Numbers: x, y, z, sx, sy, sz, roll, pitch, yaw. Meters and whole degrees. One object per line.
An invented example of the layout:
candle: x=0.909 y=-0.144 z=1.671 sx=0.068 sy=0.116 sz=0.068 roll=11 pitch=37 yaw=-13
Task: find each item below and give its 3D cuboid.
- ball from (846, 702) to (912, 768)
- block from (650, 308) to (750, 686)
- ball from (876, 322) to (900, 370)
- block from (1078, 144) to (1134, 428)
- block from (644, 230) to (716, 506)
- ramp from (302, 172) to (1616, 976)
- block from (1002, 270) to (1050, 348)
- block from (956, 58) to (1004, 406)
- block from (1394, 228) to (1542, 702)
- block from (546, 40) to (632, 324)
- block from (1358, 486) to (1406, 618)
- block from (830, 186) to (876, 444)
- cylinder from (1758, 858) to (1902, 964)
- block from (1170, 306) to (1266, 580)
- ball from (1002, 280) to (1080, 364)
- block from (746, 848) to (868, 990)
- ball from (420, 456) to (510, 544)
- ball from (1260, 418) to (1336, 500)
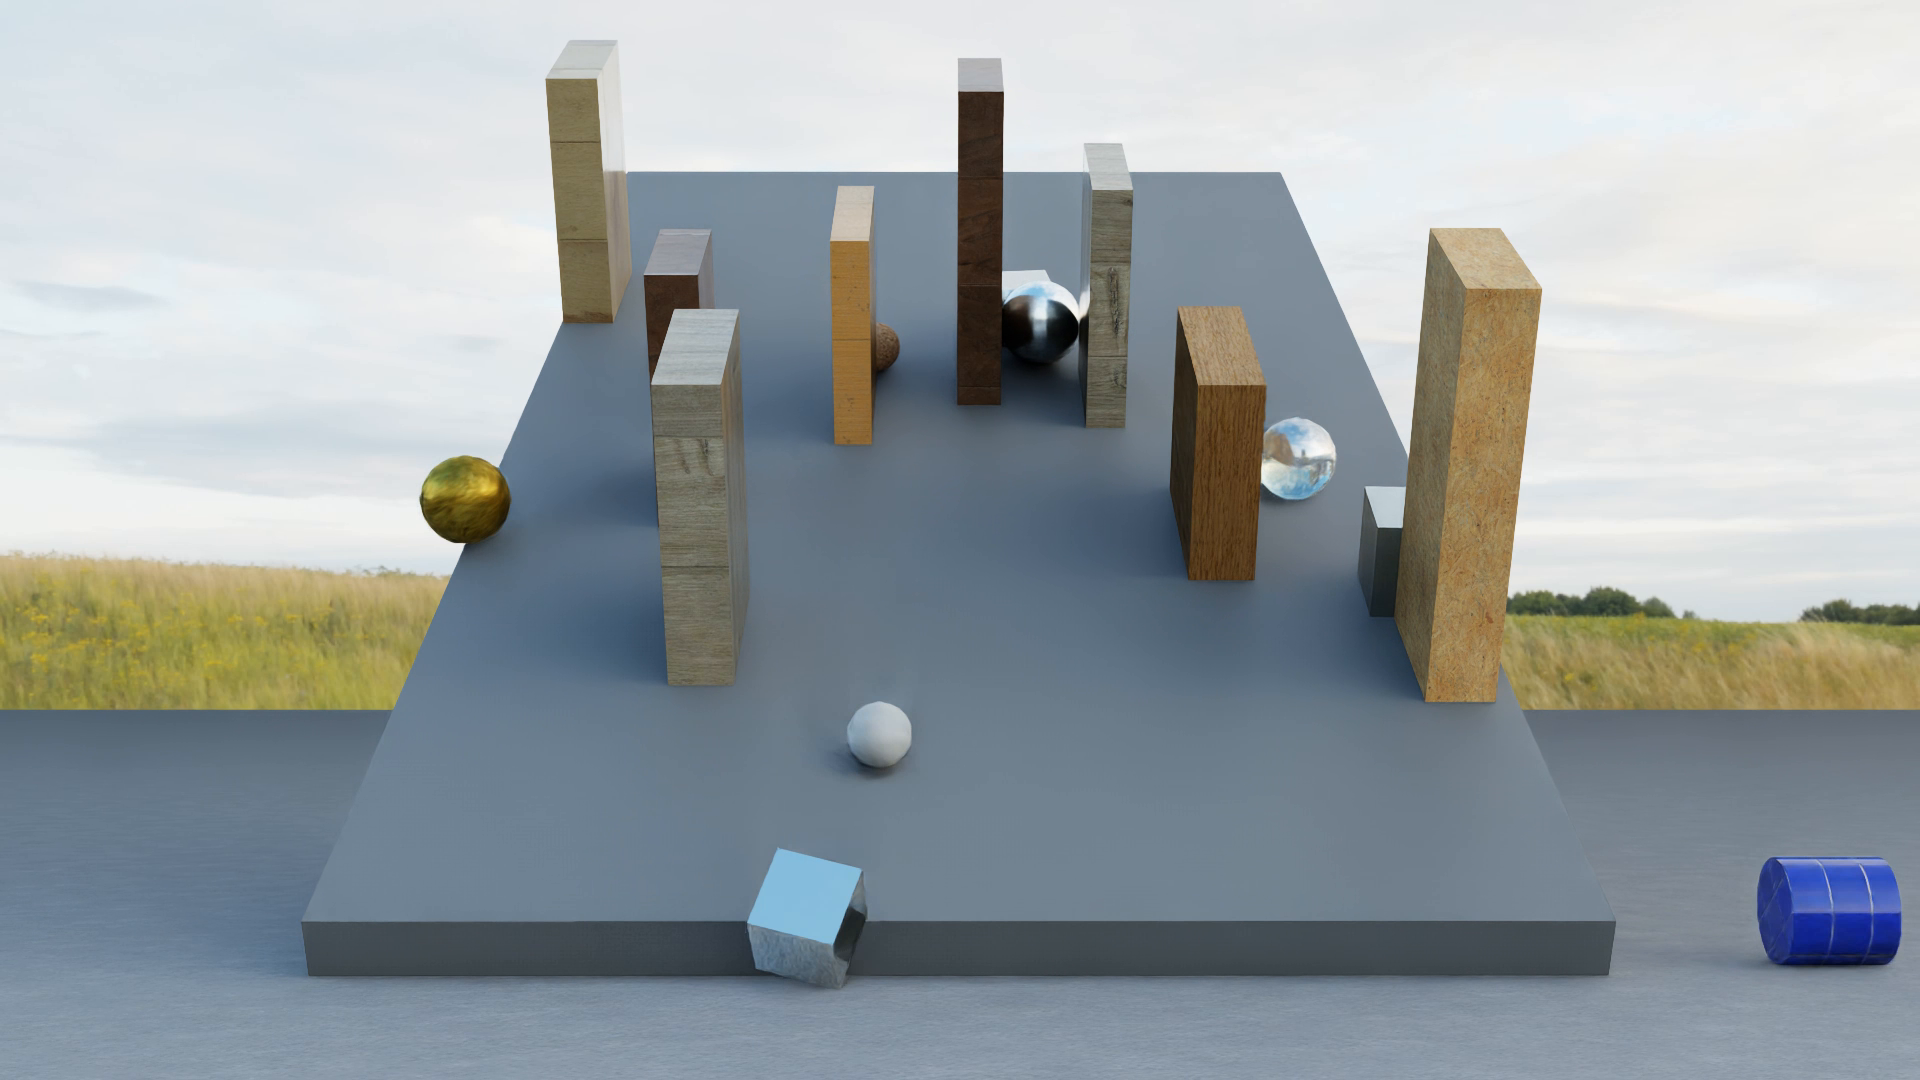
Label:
ball: x=-0.136 y=0.329 z=3.966 sx=0.111 sy=0.111 sz=0.111 roll=0 pitch=-4 yaw=0
block: x=-0.468 y=-0.082 z=4.283 sx=0.119 sy=0.582 sz=0.380 roll=0 pitch=25 yaw=0
ball: x=-0.202 y=-0.465 z=5.640 sx=0.117 sy=0.117 sz=0.117 roll=0 pitch=-4 yaw=0
block: x=0.331 y=-0.588 z=5.384 sx=0.089 sy=0.559 sz=0.371 roll=0 pitch=25 yaw=0
block: x=-0.570 y=-0.337 z=4.864 sx=0.107 sy=0.547 sz=0.294 roll=0 pitch=25 yaw=0
ramp: x=-0.009 y=-0.229 z=5.395 sx=2.000 sy=0.100 sz=4.000 roll=0 pitch=25 yaw=0
block: x=0.148 y=-0.576 z=5.835 sx=0.148 sy=0.148 sz=0.148 roll=-3 pitch=24 yaw=-6
block: x=0.045 y=-0.714 z=5.437 sx=0.101 sy=0.741 sz=0.305 roll=0 pitch=25 yaw=0
block: x=0.894 y=-0.132 z=4.169 sx=0.125 sy=0.776 sz=0.327 roll=0 pitch=25 yaw=0
block: x=-0.944 y=-0.920 z=6.000 sx=0.126 sy=0.628 sz=0.400 roll=0 pitch=25 yaw=0
block: x=0.882 y=0.022 z=4.529 sx=0.189 sy=0.189 sz=0.189 roll=1 pitch=25 yaw=1
block: x=-0.239 y=-0.515 z=5.326 sx=0.083 sy=0.475 sz=0.407 roll=0 pitch=25 yaw=0
cylinder: x=1.395 y=0.596 z=3.769 sx=0.170 sy=0.170 sz=0.170 roll=0 pitch=-4 yaw=0
block: x=0.516 y=-0.202 z=4.740 sx=0.130 sy=0.413 sz=0.444 roll=0 pitch=25 yaw=0
ball: x=0.195 y=-0.526 z=5.670 sx=0.203 sy=0.203 sz=0.203 roll=0 pitch=-4 yaw=0
block: x=-0.221 y=0.554 z=3.426 sx=0.130 sy=0.130 sz=0.130 roll=12 pitch=-38 yaw=12
ball: x=-1.001 y=-0.081 z=4.748 sx=0.180 sy=0.180 sz=0.180 roll=0 pitch=-4 yaw=0
ball: x=0.708 y=-0.171 z=4.956 sx=0.173 sy=0.173 sz=0.173 roll=0 pitch=-4 yaw=0
